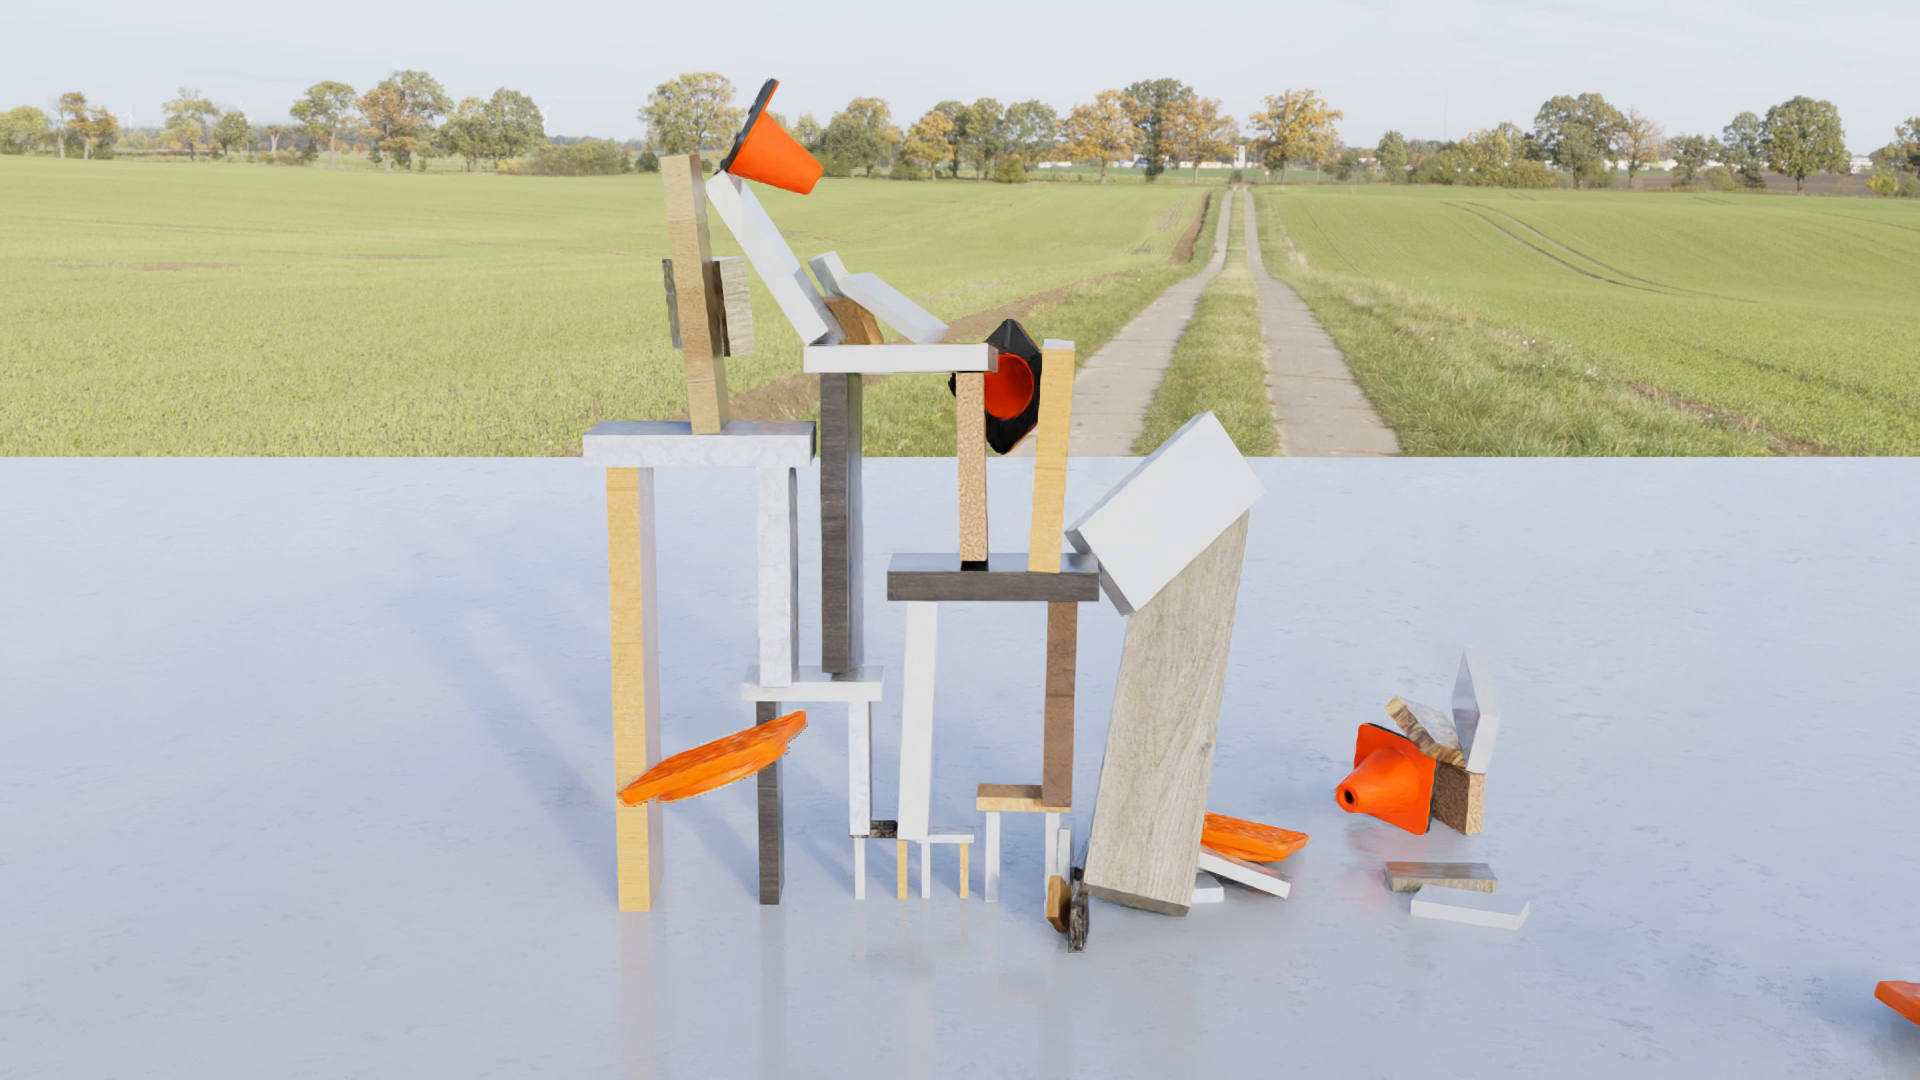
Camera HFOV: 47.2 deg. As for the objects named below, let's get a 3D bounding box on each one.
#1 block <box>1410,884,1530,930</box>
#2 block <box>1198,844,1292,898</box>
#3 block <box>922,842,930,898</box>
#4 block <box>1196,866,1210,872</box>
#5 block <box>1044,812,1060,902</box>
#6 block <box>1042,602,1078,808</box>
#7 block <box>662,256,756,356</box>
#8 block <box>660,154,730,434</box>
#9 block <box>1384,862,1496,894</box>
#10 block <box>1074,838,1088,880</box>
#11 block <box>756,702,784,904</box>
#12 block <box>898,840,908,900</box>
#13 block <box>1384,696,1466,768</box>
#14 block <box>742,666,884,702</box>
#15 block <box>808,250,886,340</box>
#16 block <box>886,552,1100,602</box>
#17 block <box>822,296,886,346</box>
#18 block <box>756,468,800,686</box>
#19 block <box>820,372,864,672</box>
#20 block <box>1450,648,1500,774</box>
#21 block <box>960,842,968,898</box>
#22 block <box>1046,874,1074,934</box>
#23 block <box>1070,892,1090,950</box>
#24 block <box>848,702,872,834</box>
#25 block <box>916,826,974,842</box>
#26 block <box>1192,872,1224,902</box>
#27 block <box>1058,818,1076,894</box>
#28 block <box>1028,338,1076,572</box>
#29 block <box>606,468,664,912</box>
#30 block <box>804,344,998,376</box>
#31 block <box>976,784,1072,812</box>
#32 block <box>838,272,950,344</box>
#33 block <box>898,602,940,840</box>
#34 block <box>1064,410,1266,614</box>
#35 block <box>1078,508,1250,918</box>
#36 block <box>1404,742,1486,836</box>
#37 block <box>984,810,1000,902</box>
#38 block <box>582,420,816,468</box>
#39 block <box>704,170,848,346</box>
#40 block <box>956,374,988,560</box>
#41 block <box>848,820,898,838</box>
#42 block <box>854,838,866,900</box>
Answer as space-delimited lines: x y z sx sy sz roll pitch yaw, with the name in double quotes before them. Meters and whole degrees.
"block" 0.828 0.596 3.571 0.173 0.024 0.086 5 12 25
"block" 0.464 0.548 3.651 0.173 0.024 0.086 19 2 8
"block" -0.057 0.543 3.663 0.014 0.095 0.048 0 11 0
"block" 0.372 0.552 3.741 0.161 0.023 0.081 -1 -6 -10
"block" 0.153 0.515 3.651 0.022 0.155 0.077 1 11 3
"block" 0.164 0.250 3.604 0.048 0.338 0.169 2 10 2
"block" -0.424 -0.395 3.691 0.044 0.156 0.312 -10 11 -24
"block" -0.418 -0.392 3.490 0.044 0.430 0.156 -5 10 1
"block" 0.810 0.569 3.712 0.173 0.024 0.086 0 11 2
"block" 0.246 0.554 3.802 0.081 0.023 0.161 2 11 12
"block" -0.313 0.420 3.639 0.032 0.345 0.113 0 11 0
"block" -0.095 0.539 3.657 0.015 0.105 0.053 0 10 0
"block" 0.846 0.345 3.934 0.225 0.032 0.113 19 29 -55
"block" -0.239 0.234 3.605 0.225 0.032 0.113 0 11 0
"block" -0.192 -0.404 3.713 0.024 0.172 0.086 -34 15 -17
"block" 0.055 0.060 3.573 0.338 0.048 0.169 0 10 2
"block" -0.195 -0.364 3.689 0.024 0.086 0.172 -32 21 -27
"block" -0.295 0.044 3.571 0.050 0.355 0.177 0 11 0
"block" -0.192 -0.030 3.593 0.042 0.481 0.148 0 2 8
"block" 0.876 0.288 3.746 0.032 0.112 0.225 8 27 2
"block" 0.007 0.543 3.663 0.014 0.095 0.048 0 11 0
"block" 0.156 0.570 3.439 0.018 0.064 0.129 2 -21 13
"block" 0.186 0.593 3.428 0.018 0.064 0.129 0 2 9
"block" -0.164 0.361 3.628 0.032 0.225 0.113 0 10 0
"block" -0.025 0.489 3.653 0.095 0.014 0.048 0 11 0
"block" 0.349 0.581 3.657 0.161 0.023 0.081 -2 11 -11
"block" 0.176 0.531 3.636 0.018 0.129 0.064 3 11 10
"block" 0.147 -0.138 3.534 0.050 0.353 0.176 4 10 2
"block" -0.531 0.229 3.607 0.050 0.732 0.177 0 11 0
"block" -0.095 -0.292 3.572 0.296 0.042 0.148 0 2 7
"block" 0.106 0.426 3.636 0.155 0.022 0.077 1 11 2
"block" -0.108 -0.378 3.583 0.172 0.024 0.086 36 25 17
"block" -0.067 0.278 3.614 0.048 0.394 0.169 3 10 1
"block" 0.357 -0.049 3.801 0.353 0.176 0.050 -41 12 -26
"block" 0.354 0.258 3.732 0.176 0.768 0.050 13 -31 1
"block" 0.895 0.458 4.070 0.032 0.113 0.225 -1 10 -18
"block" 0.054 0.515 3.650 0.022 0.155 0.077 0 10 0
"block" -0.413 -0.155 3.536 0.355 0.050 0.177 0 11 0
"block" -0.303 -0.455 3.609 0.044 0.312 0.156 -34 -3 8
"block" 0.020 -0.120 3.560 0.042 0.296 0.148 -1 4 2
"block" -0.130 0.480 3.646 0.105 0.015 0.053 0 10 0
"block" -0.165 0.539 3.657 0.015 0.105 0.053 0 10 0
